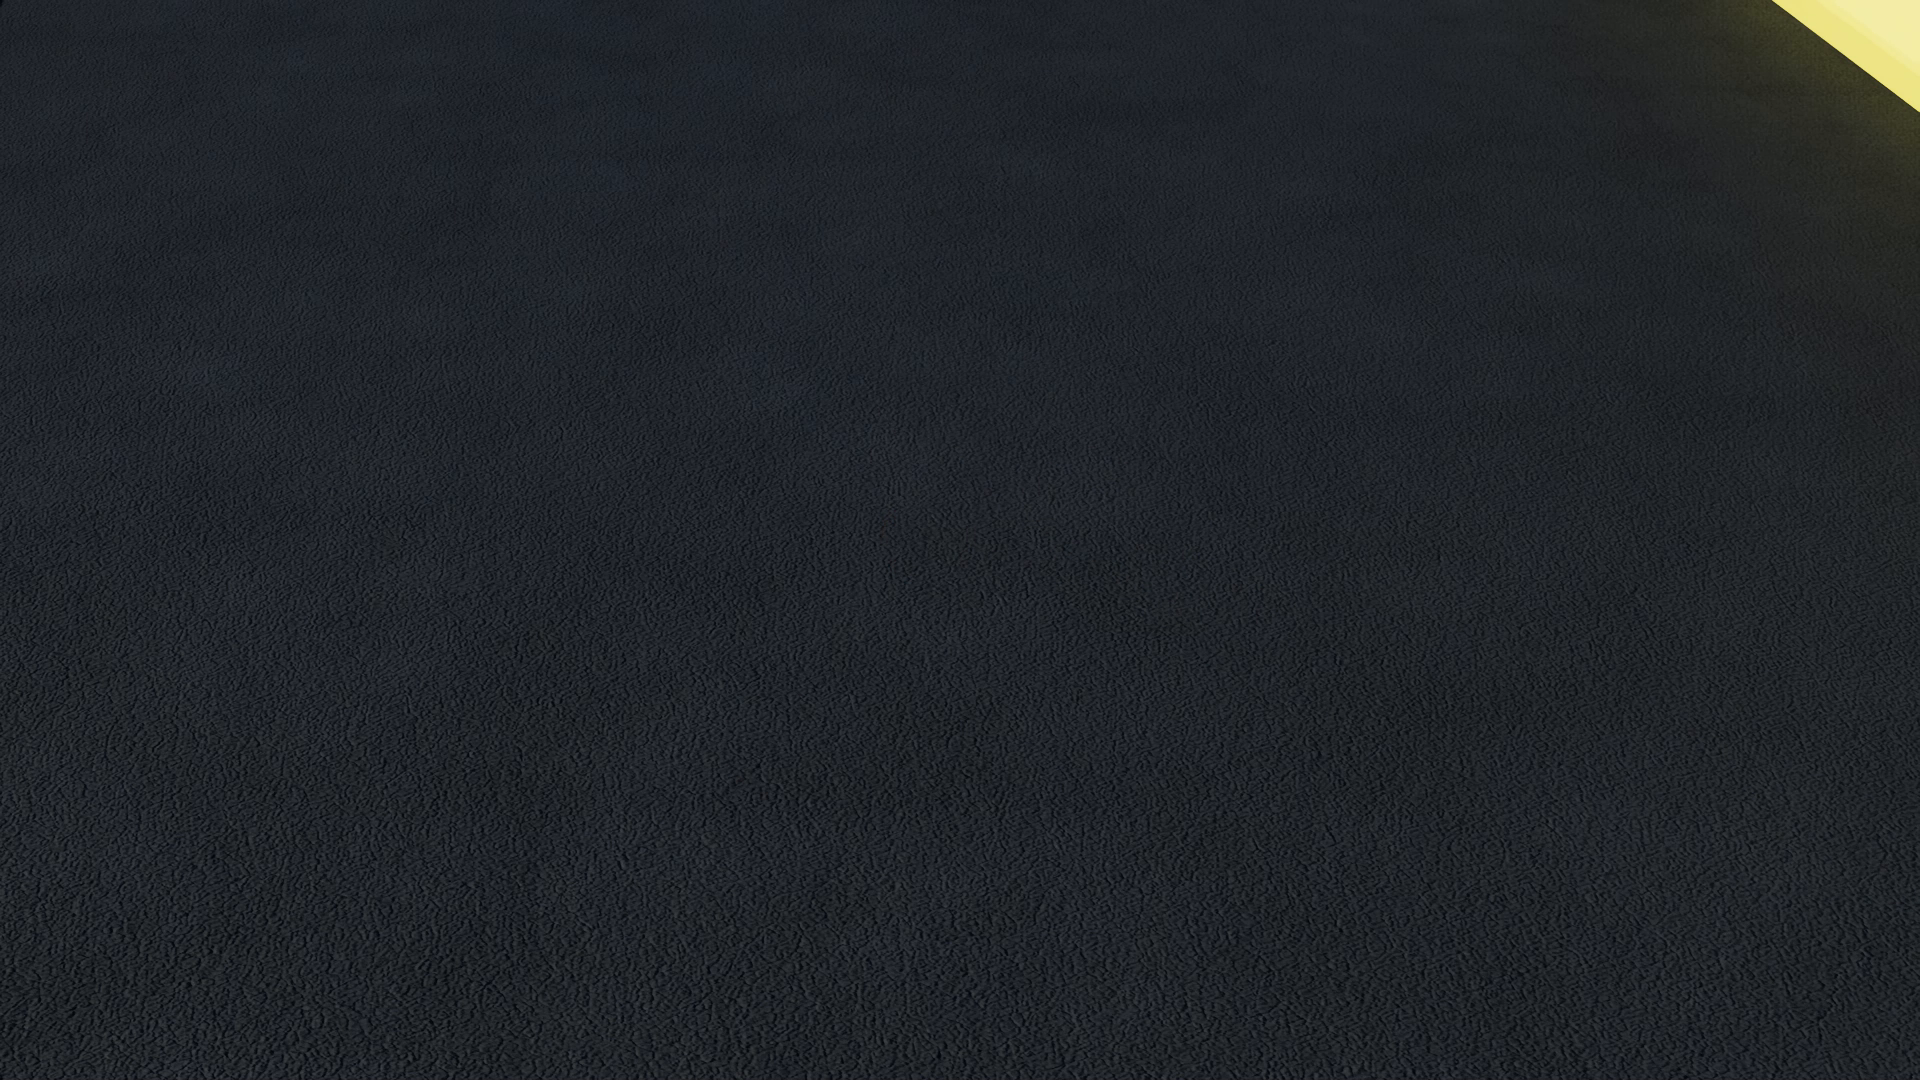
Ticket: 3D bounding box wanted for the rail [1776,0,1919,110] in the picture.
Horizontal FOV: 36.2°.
[{"bbox_3d":[0.794,-0.500,2.672,0.045,0.126,3.369,-4,29,-8],"label":"rail"}]
